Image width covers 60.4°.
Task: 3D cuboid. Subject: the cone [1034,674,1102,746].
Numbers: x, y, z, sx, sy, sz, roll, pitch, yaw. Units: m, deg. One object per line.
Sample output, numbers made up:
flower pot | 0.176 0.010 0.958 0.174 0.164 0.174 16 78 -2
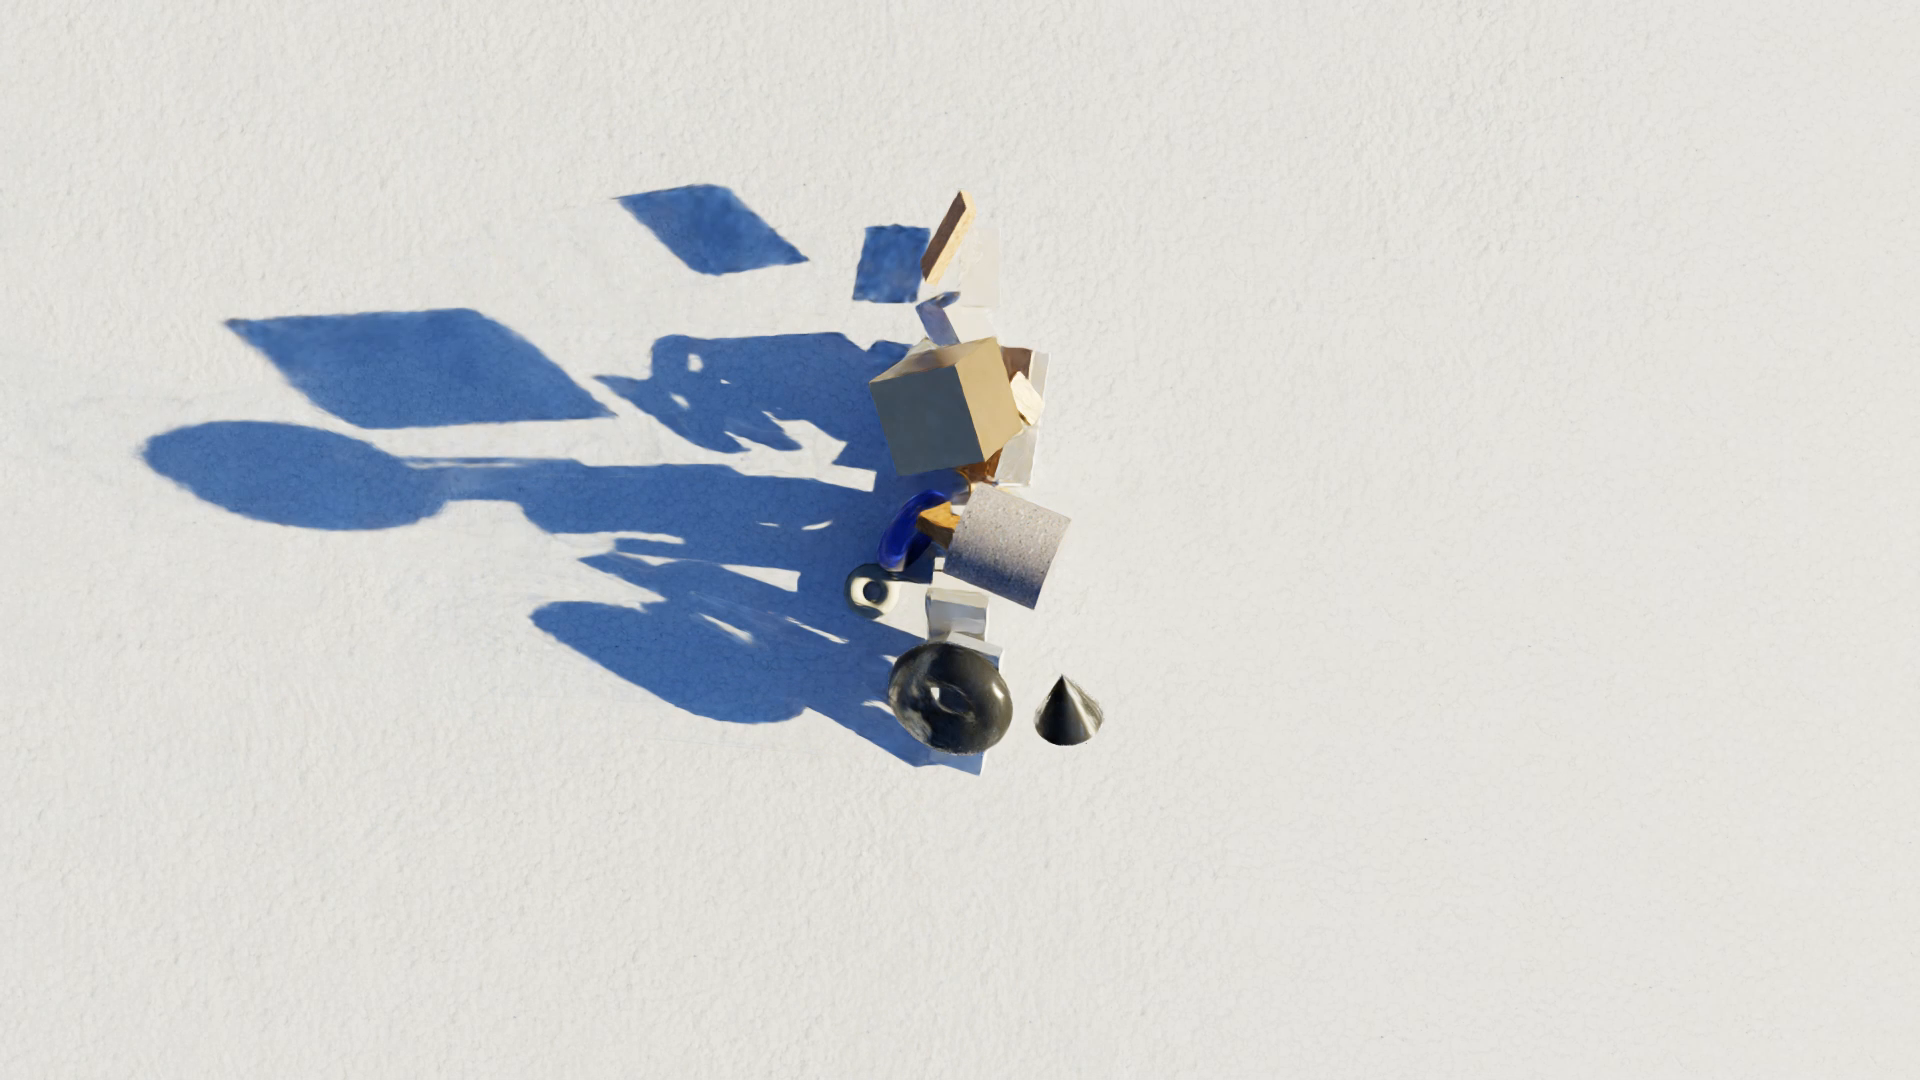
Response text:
cone | 0.334 0.496 5.230 0.222 0.222 0.222 -10 134 0

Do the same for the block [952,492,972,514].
block | 0.019 -0.111 4.971 0.090 0.180 0.026 0 105 0

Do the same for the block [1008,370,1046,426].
block | 0.199 -0.451 5.235 0.180 0.026 0.090 46 67 -43

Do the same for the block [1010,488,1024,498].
block | 0.169 -0.152 5.492 0.053 0.015 0.106 -38 90 0

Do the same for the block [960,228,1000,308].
block | 0.064 -0.891 5.401 0.127 0.036 0.255 -1 86 2

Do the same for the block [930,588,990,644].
block | -0.005 0.302 5.237 0.180 0.359 0.051 9 47 7

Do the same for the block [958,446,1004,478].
block | 0.080 -0.319 5.151 0.120 0.034 0.240 16 124 -1

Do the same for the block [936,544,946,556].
block | 0.001 0.040 5.355 0.143 0.285 0.040 10 90 2

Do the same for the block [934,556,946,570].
block | -0.003 0.082 5.354 0.143 0.285 0.040 9 90 3

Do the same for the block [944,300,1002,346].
block | 0.079 -0.634 5.483 0.120 0.034 0.361 -27 90 0

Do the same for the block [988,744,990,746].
block | 0.046 0.621 5.440 0.071 0.020 0.142 -3 115 31

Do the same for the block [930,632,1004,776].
block | 0.019 0.533 5.308 0.180 0.051 0.521 17 127 11

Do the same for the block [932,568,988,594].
block | 0.005 0.131 5.319 0.180 0.359 0.051 7 90 1

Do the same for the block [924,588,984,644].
block | -0.013 0.288 5.334 0.180 0.359 0.051 5 52 6

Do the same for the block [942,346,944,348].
block | 0.029 -0.535 5.258 0.240 0.120 0.034 29 118 8

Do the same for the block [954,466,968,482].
block | 0.027 -0.277 5.463 0.239 0.034 0.120 44 74 -2

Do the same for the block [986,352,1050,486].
block | 0.192 -0.401 5.375 0.141 0.040 0.438 8 80 8

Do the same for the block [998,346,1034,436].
block | 0.149 -0.485 5.352 0.141 0.040 0.282 7 80 13

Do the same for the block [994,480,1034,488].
block | 0.164 -0.300 5.428 0.127 0.036 0.255 -2 80 -24

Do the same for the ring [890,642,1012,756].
ring | -0.032 0.501 5.184 0.414 0.138 0.414 13 128 17

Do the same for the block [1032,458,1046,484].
block | 0.237 -0.237 5.492 0.053 0.015 0.106 -27 90 0

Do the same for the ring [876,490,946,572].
ring | -0.154 -0.029 5.354 0.103 0.309 0.309 37 90 11

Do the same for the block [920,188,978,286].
block | -0.037 -0.959 5.234 0.040 0.141 0.282 19 121 -22

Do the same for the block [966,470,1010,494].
block | 0.079 -0.261 5.435 0.127 0.036 0.303 -8 82 -14

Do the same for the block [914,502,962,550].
block | 0.048 -0.060 5.048 0.180 0.359 0.051 34 124 27

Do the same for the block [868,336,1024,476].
block | -0.039 -0.399 4.908 0.295 0.295 0.295 -9 109 29

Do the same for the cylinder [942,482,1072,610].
cylinder | 0.137 0.018 4.712 0.283 0.283 0.283 22 90 6

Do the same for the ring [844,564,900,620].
ring | -0.294 0.170 5.469 0.185 0.062 0.185 0 90 -1

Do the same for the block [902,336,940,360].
block | -0.117 -0.508 5.370 0.189 0.189 0.189 37 121 0

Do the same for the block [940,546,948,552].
block | 0.093 -0.012 5.158 0.180 0.359 0.051 35 124 7
